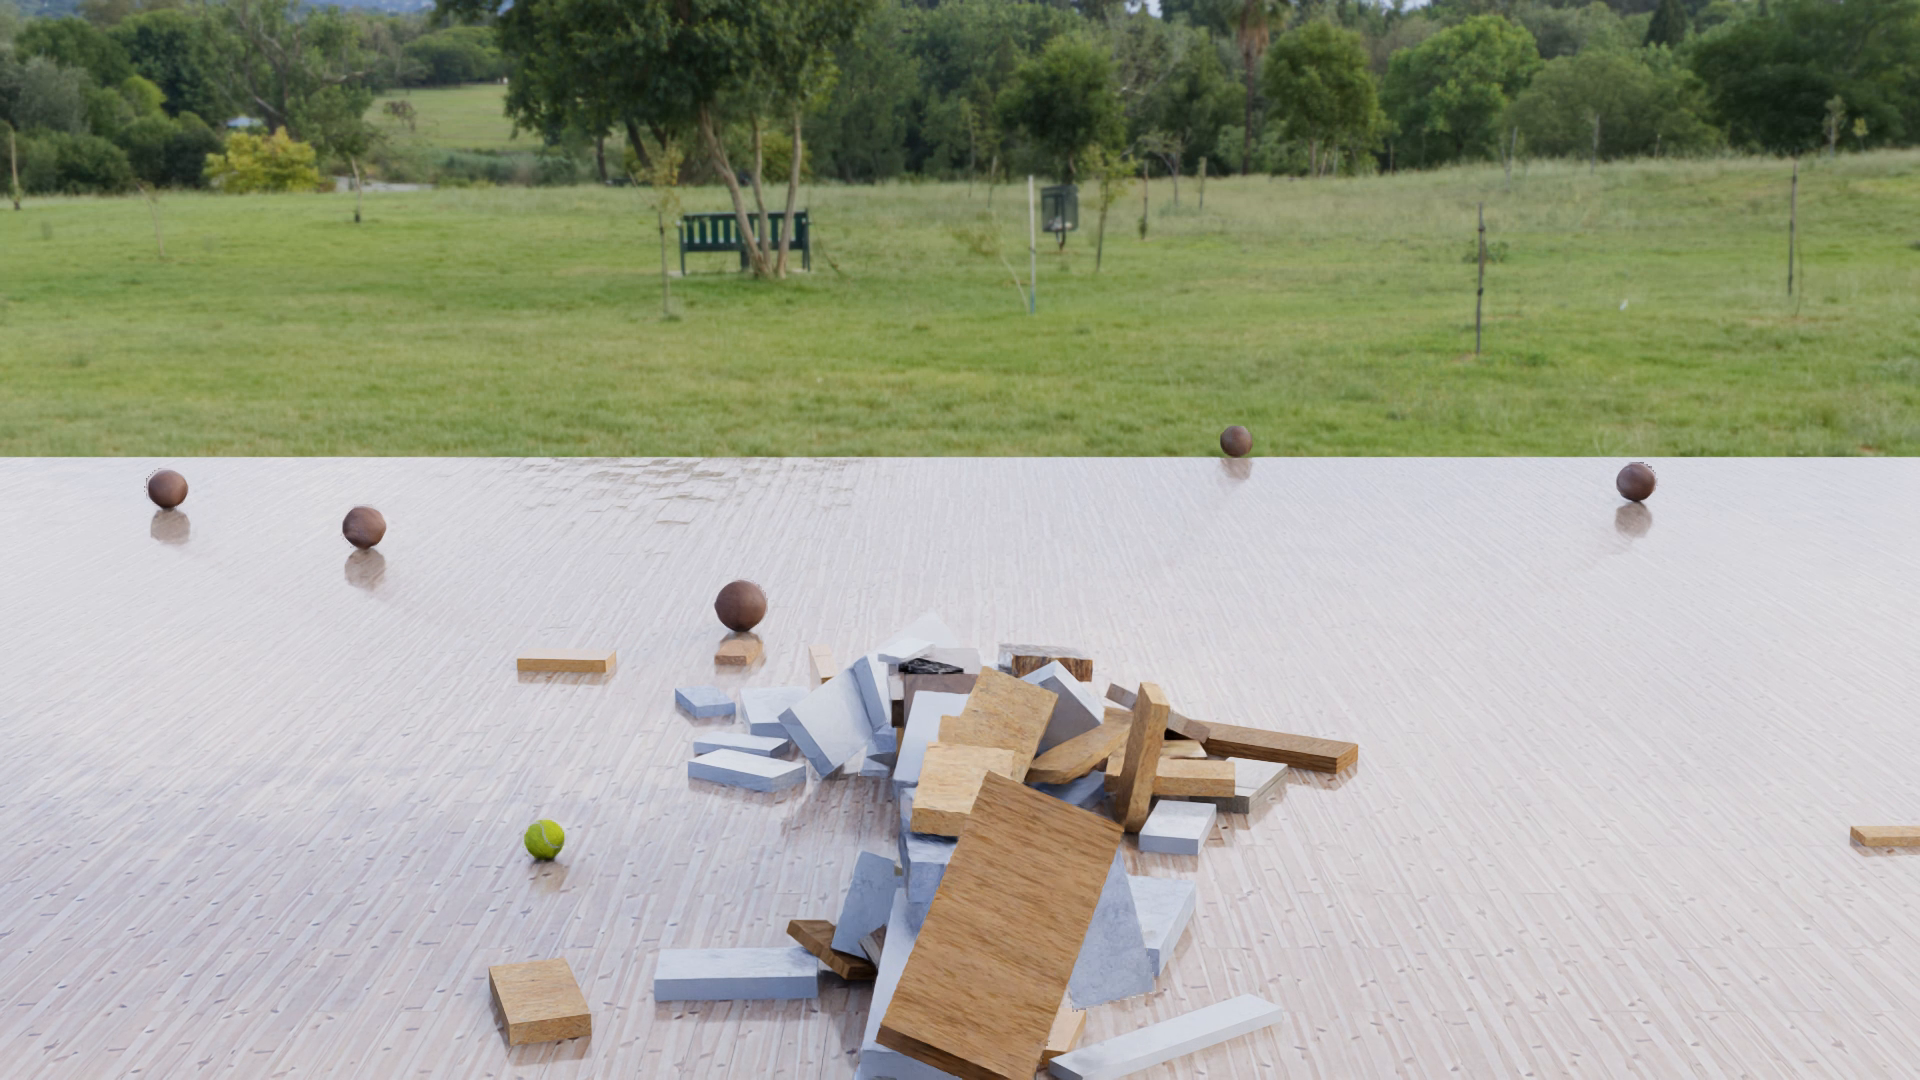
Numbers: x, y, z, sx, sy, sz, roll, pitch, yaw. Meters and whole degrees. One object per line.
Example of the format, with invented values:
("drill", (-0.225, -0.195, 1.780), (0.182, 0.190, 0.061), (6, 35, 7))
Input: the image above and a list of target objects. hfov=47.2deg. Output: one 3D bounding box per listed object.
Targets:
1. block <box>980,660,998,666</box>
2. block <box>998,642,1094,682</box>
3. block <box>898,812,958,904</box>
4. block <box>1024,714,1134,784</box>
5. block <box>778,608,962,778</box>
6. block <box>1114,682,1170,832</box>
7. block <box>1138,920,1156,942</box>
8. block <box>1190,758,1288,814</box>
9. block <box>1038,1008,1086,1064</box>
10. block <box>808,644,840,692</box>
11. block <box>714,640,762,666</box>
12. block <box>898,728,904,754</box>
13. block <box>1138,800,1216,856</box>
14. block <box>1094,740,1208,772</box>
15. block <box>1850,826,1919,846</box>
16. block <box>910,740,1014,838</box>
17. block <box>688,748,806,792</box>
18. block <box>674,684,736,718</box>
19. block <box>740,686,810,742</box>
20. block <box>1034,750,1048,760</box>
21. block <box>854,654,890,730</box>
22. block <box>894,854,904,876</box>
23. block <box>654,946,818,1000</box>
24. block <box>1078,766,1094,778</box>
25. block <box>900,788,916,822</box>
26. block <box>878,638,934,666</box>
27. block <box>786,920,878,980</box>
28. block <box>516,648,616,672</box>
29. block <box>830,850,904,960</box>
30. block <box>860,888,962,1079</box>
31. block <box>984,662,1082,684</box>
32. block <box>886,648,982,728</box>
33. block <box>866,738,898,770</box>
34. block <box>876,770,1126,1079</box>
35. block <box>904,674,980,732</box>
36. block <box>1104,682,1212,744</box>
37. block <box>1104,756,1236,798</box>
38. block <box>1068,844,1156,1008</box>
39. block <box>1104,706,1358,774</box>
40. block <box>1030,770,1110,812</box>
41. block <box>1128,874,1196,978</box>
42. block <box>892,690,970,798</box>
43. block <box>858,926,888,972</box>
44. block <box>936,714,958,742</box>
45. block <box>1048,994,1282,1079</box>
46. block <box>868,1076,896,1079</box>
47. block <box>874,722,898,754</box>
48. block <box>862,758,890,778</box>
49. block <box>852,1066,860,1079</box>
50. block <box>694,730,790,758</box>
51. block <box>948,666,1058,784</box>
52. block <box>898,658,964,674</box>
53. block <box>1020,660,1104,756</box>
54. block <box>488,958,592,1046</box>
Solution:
("block", (0.085, 0.310, 5.115), (0.080, 0.023, 0.159), (-1, 11, -7))
("block", (0.169, 0.246, 4.436), (0.158, 0.045, 0.316), (4, 1, -4))
("block", (0.012, 0.425, 2.946), (0.175, 0.050, 0.526), (3, -1, -3))
("block", (0.248, 0.404, 4.290), (0.088, 0.025, 0.518), (3, 8, 21))
("block", (-0.164, 0.309, 4.548), (0.043, 0.150, 0.573), (-39, -4, 35))
("block", (0.332, 0.397, 4.013), (0.035, 0.246, 0.123), (9, 13, -7))
("block", (0.239, 0.591, 3.370), (0.063, 0.018, 0.125), (-6, 12, -29))
("block", (0.536, 0.470, 4.224), (0.118, 0.034, 0.237), (5, 12, 25))
("block", (0.125, 0.690, 3.070), (0.075, 0.021, 0.150), (3, 11, 13))
("block", (-0.285, 0.327, 4.677), (0.042, 0.148, 0.295), (-4, 11, -8))
("block", (-0.535, 0.272, 5.319), (0.080, 0.023, 0.159), (2, 11, 9))
("block", (-0.023, 0.335, 3.749), (0.168, 0.048, 0.336), (0, 12, -2))
("block", (0.394, 0.518, 3.973), (0.106, 0.030, 0.212), (3, 11, 15))
("block", (0.351, 0.429, 4.346), (0.258, 0.034, 0.121), (0, 10, -3))
("block", (1.671, 0.530, 3.941), (0.125, 0.018, 0.063), (0, 11, -1))
("block", (0.005, 0.341, 3.008), (0.123, 0.035, 0.247), (6, 16, 2))
("block", (-0.419, 0.453, 4.325), (0.212, 0.030, 0.106), (7, 13, 33))
("block", (-0.564, 0.356, 4.863), (0.088, 0.025, 0.175), (-4, 11, -22))
("block", (-0.388, 0.373, 4.725), (0.148, 0.042, 0.295), (-2, 11, -10))
("block", (0.046, 0.411, 4.406), (0.296, 0.042, 0.148), (3, 2, 0))
("block", (-0.080, 0.320, 4.555), (0.301, 0.150, 0.043), (7, -33, -47))
("block", (-0.068, 0.470, 3.237), (0.045, 0.013, 0.119), (5, 10, 4))
("block", (-0.331, 0.646, 3.277), (0.238, 0.034, 0.119), (-1, 11, -3))
("block", (0.182, 0.440, 4.228), (0.137, 0.019, 0.068), (-2, 9, 17))
("block", (-0.009, 0.383, 3.111), (0.123, 0.035, 0.247), (3, -1, -7))
("block", (-0.098, 0.201, 3.972), (0.054, 0.015, 0.107), (11, 19, 29))
("block", (-0.187, 0.618, 3.323), (0.075, 0.021, 0.150), (10, 13, -45))
("block", (-0.934, 0.285, 5.226), (0.212, 0.030, 0.106), (1, 11, 5))
("block", (-0.135, 0.548, 3.294), (0.075, 0.150, 0.021), (18, -7, -3))
("block", (-0.010, 0.538, 2.644), (0.175, 0.050, 0.350), (4, 23, 4))
("block", (0.133, 0.286, 4.546), (0.158, 0.045, 0.316), (4, 1, 19))
("block", (-0.042, 0.258, 3.881), (0.168, 0.048, 0.336), (-1, 12, -4))
("block", (-0.055, 0.399, 4.217), (0.123, 0.035, 0.246), (26, -30, -33))
("block", (0.050, 0.447, 2.514), (0.175, 0.050, 0.350), (22, 53, 4))
("block", (-0.002, 0.370, 3.498), (0.168, 0.048, 0.473), (-1, 32, -2))
("block", (0.405, 0.355, 4.524), (0.118, 0.034, 0.237), (24, -1, -26))
("block", (0.398, 0.447, 4.158), (0.241, 0.034, 0.121), (1, 11, 7))
("block", (0.187, 0.522, 3.039), (0.113, 0.227, 0.032), (-14, 1, 1))
("block", (0.473, 0.404, 4.576), (0.705, 0.034, 0.118), (6, 12, 31))
("block", (0.197, 0.482, 4.156), (0.121, 0.034, 0.241), (4, 11, 21))
("block", (0.267, 0.604, 3.473), (0.158, 0.045, 0.316), (3, 11, 16))
("block", (-0.029, 0.326, 3.491), (0.119, 0.034, 0.238), (5, 32, 6))
("block", (-0.107, 0.621, 3.256), (0.045, 0.091, 0.013), (-28, -15, -26))
("block", (0.016, 0.374, 3.356), (0.119, 0.034, 0.238), (10, 43, -2))
("block", (0.291, 0.694, 3.056), (0.378, 0.020, 0.069), (-8, 13, -37))
("block", (-0.093, 0.621, 2.383), (0.020, 0.070, 0.140), (3, -11, 9))
("block", (-0.044, 0.326, 3.989), (0.123, 0.035, 0.246), (0, 17, 25))
("block", (-0.166, 0.450, 4.383), (0.054, 0.015, 0.107), (1, 11, 3))
("block", (-0.050, 0.653, 2.645), (0.140, 0.040, 0.296), (10, 25, 14))
("block", (-0.447, 0.423, 4.503), (0.176, 0.025, 0.088), (4, 11, 22))
("block", (0.045, 0.321, 3.307), (0.123, 0.247, 0.035), (21, -27, 10))
("block", (-0.051, 0.229, 3.867), (0.107, 0.015, 0.054), (11, 16, 40))
("block", (0.114, 0.348, 4.217), (0.296, 0.148, 0.042), (-29, 29, 31))
("block", (-0.609, 0.665, 3.178), (0.113, 0.032, 0.227), (-4, 11, -19))
